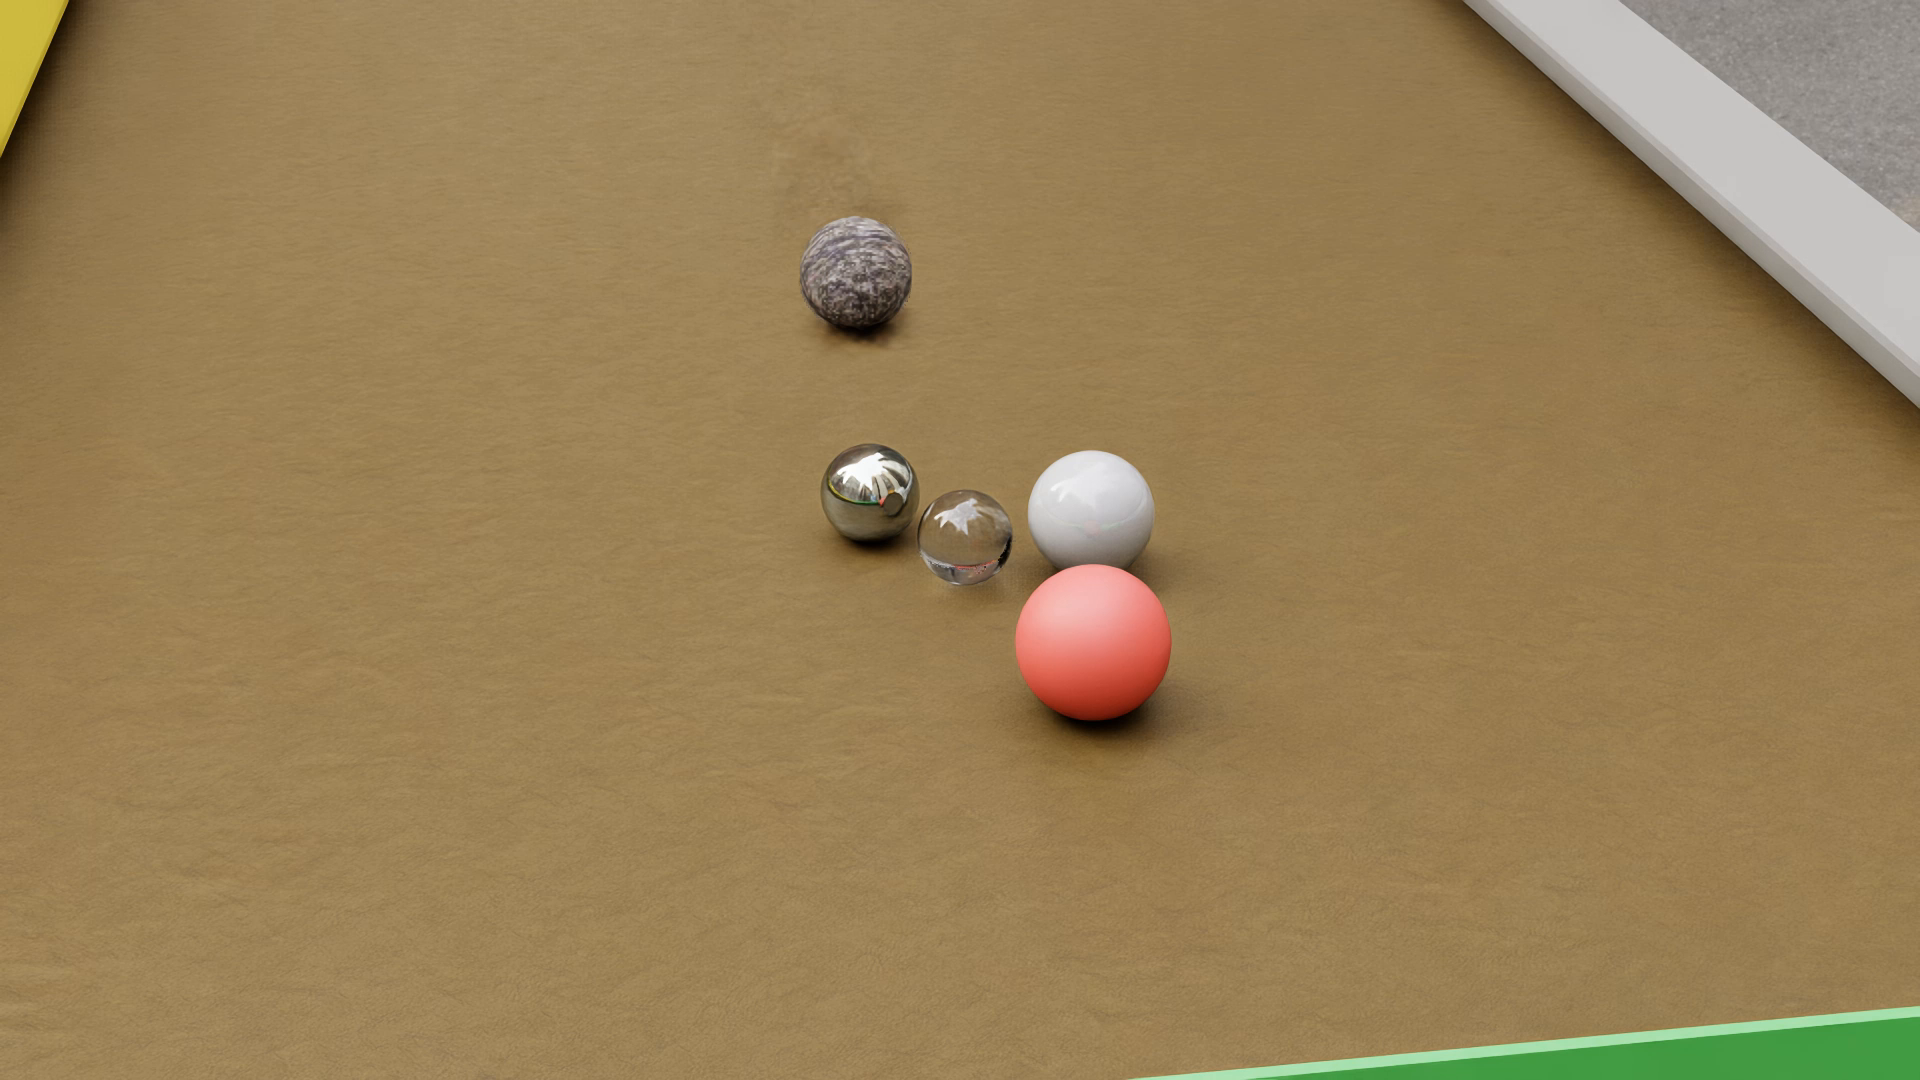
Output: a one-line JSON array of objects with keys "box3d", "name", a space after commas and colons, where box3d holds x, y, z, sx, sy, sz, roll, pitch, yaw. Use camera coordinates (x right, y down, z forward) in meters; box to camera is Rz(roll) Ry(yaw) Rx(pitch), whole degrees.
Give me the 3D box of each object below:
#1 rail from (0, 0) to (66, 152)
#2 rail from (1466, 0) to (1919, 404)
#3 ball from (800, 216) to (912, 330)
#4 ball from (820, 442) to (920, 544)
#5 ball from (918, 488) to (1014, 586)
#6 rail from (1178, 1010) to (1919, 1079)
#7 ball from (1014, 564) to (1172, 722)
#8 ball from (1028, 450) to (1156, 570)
[{"box3d": [-0.842, -0.280, 2.452, 0.045, 0.124, 2.841, -4, 26, -8], "name": "rail"}, {"box3d": [0.627, -0.378, 2.653, 0.045, 0.124, 2.841, -4, 26, -8], "name": "rail"}, {"box3d": [-0.083, -0.214, 2.356, 0.090, 0.090, 0.090, 0, 26, 0], "name": "ball"}, {"box3d": [-0.061, -0.032, 2.009, 0.069, 0.069, 0.069, 0, 26, 0], "name": "ball"}, {"box3d": [0.004, -0.002, 1.952, 0.064, 0.064, 0.064, 0, 26, 0], "name": "ball"}, {"box3d": [0.104, 0.276, 1.311, 1.533, 0.124, 0.045, -4, 26, -8], "name": "rail"}, {"box3d": [0.081, 0.062, 1.785, 0.095, 0.095, 0.095, 0, 26, 0], "name": "ball"}, {"box3d": [0.087, -0.017, 1.959, 0.085, 0.085, 0.085, 0, 26, 0], "name": "ball"}]
